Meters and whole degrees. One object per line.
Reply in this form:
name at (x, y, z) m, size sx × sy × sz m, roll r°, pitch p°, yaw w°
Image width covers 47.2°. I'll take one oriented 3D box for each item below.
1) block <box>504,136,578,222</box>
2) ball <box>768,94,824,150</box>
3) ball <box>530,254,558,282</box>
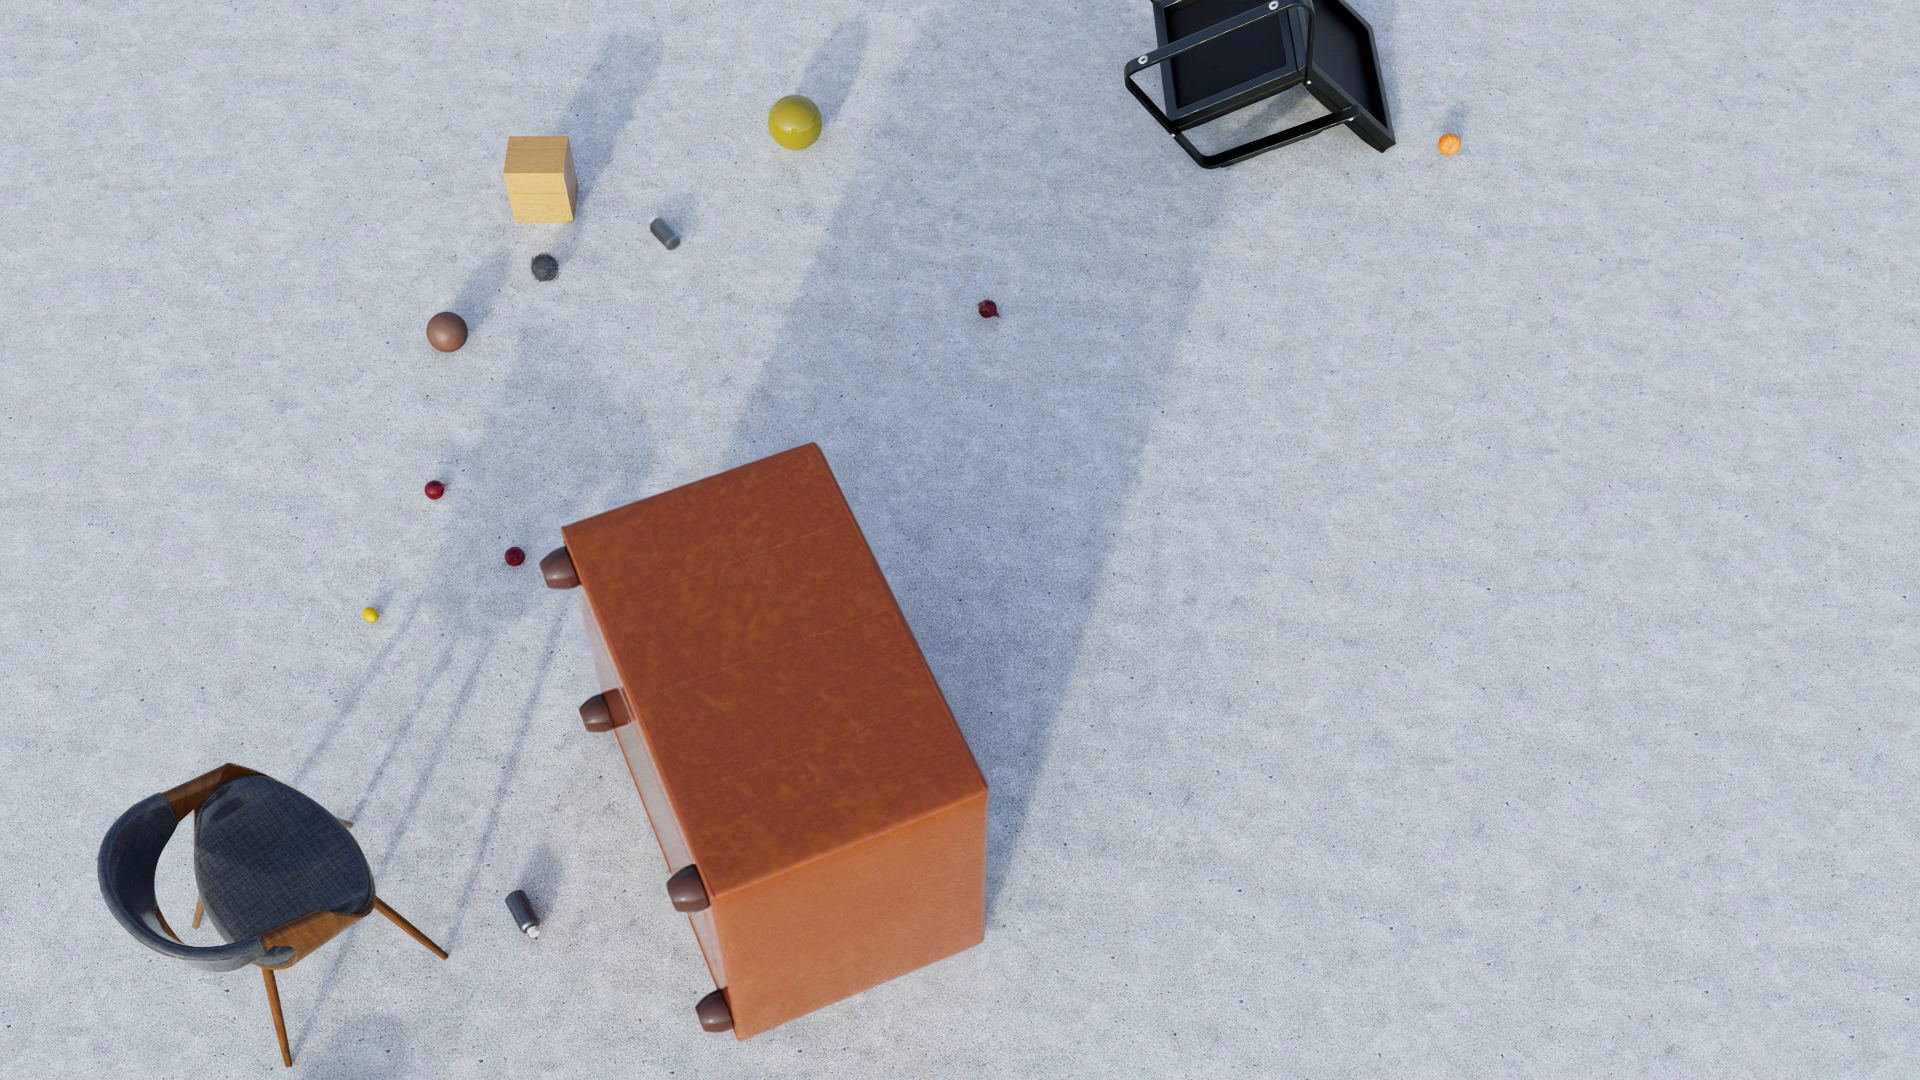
block at (-1.375, -1.184, 7.226) m, size 0.193 × 0.236 × 0.165 m, roll 0°, pitch 56°, yaw 0°
ball at (-0.554, -1.406, 7.405) m, size 0.186 × 0.186 × 0.186 m, roll 0°, pitch 56°, yaw 0°
ball at (-1.343, -0.881, 7.112) m, size 0.089 × 0.089 × 0.089 m, roll 0°, pitch 56°, yaw 0°
